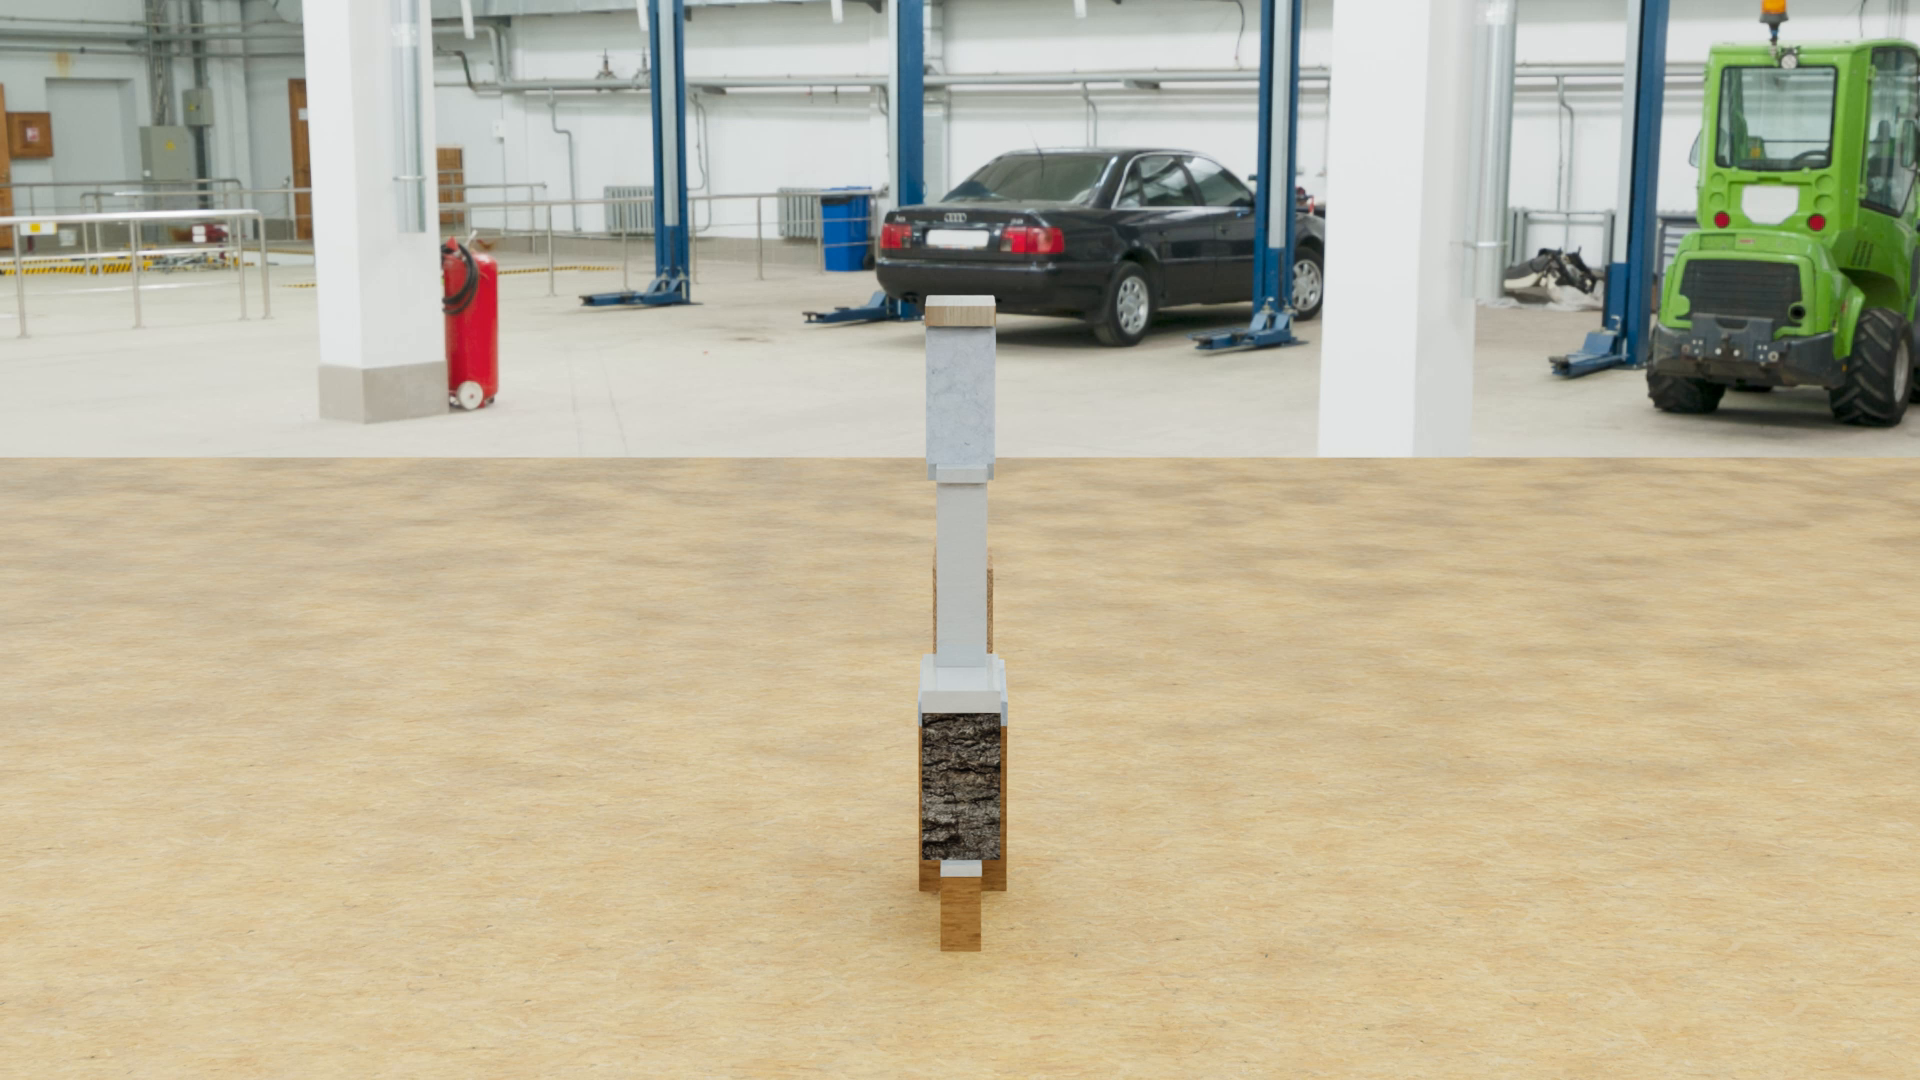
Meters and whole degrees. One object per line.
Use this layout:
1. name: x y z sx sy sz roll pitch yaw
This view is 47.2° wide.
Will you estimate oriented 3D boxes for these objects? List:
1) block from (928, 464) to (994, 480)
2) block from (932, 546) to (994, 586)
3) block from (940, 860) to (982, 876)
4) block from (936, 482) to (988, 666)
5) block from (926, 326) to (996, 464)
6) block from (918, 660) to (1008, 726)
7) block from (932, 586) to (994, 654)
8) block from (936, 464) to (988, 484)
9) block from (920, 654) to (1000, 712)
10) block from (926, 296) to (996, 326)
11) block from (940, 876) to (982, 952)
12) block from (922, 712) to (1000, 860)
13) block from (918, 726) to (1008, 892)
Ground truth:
1. block: 0.001 -0.232 3.592 0.109 0.267 0.031 0 11 -1
2. block: 0.005 0.042 3.638 0.098 0.028 0.195 0 11 0
3. block: 0.002 0.496 3.435 0.063 0.018 0.126 0 11 0
4. block: 0.003 0.053 3.455 0.079 0.296 0.022 0 11 0
5. block: 0.001 -0.229 3.444 0.109 0.218 0.031 0 10 0
6. block: 0.005 0.257 3.739 0.147 0.042 0.293 0 11 0
7. block: 0.005 0.164 3.594 0.098 0.195 0.028 0 11 0
8. block: 0.003 -0.114 3.478 0.079 0.022 0.157 0 11 0
9. block: 0.001 0.223 3.444 0.121 0.034 0.241 0 11 0
10. block: 0.001 -0.365 3.493 0.109 0.031 0.218 0 10 0
11. block: 0.001 0.575 3.407 0.063 0.126 0.018 0 11 0
12. block: 0.002 0.373 3.390 0.121 0.241 0.034 0 10 0
13. block: 0.005 0.440 3.673 0.147 0.293 0.042 0 11 0
